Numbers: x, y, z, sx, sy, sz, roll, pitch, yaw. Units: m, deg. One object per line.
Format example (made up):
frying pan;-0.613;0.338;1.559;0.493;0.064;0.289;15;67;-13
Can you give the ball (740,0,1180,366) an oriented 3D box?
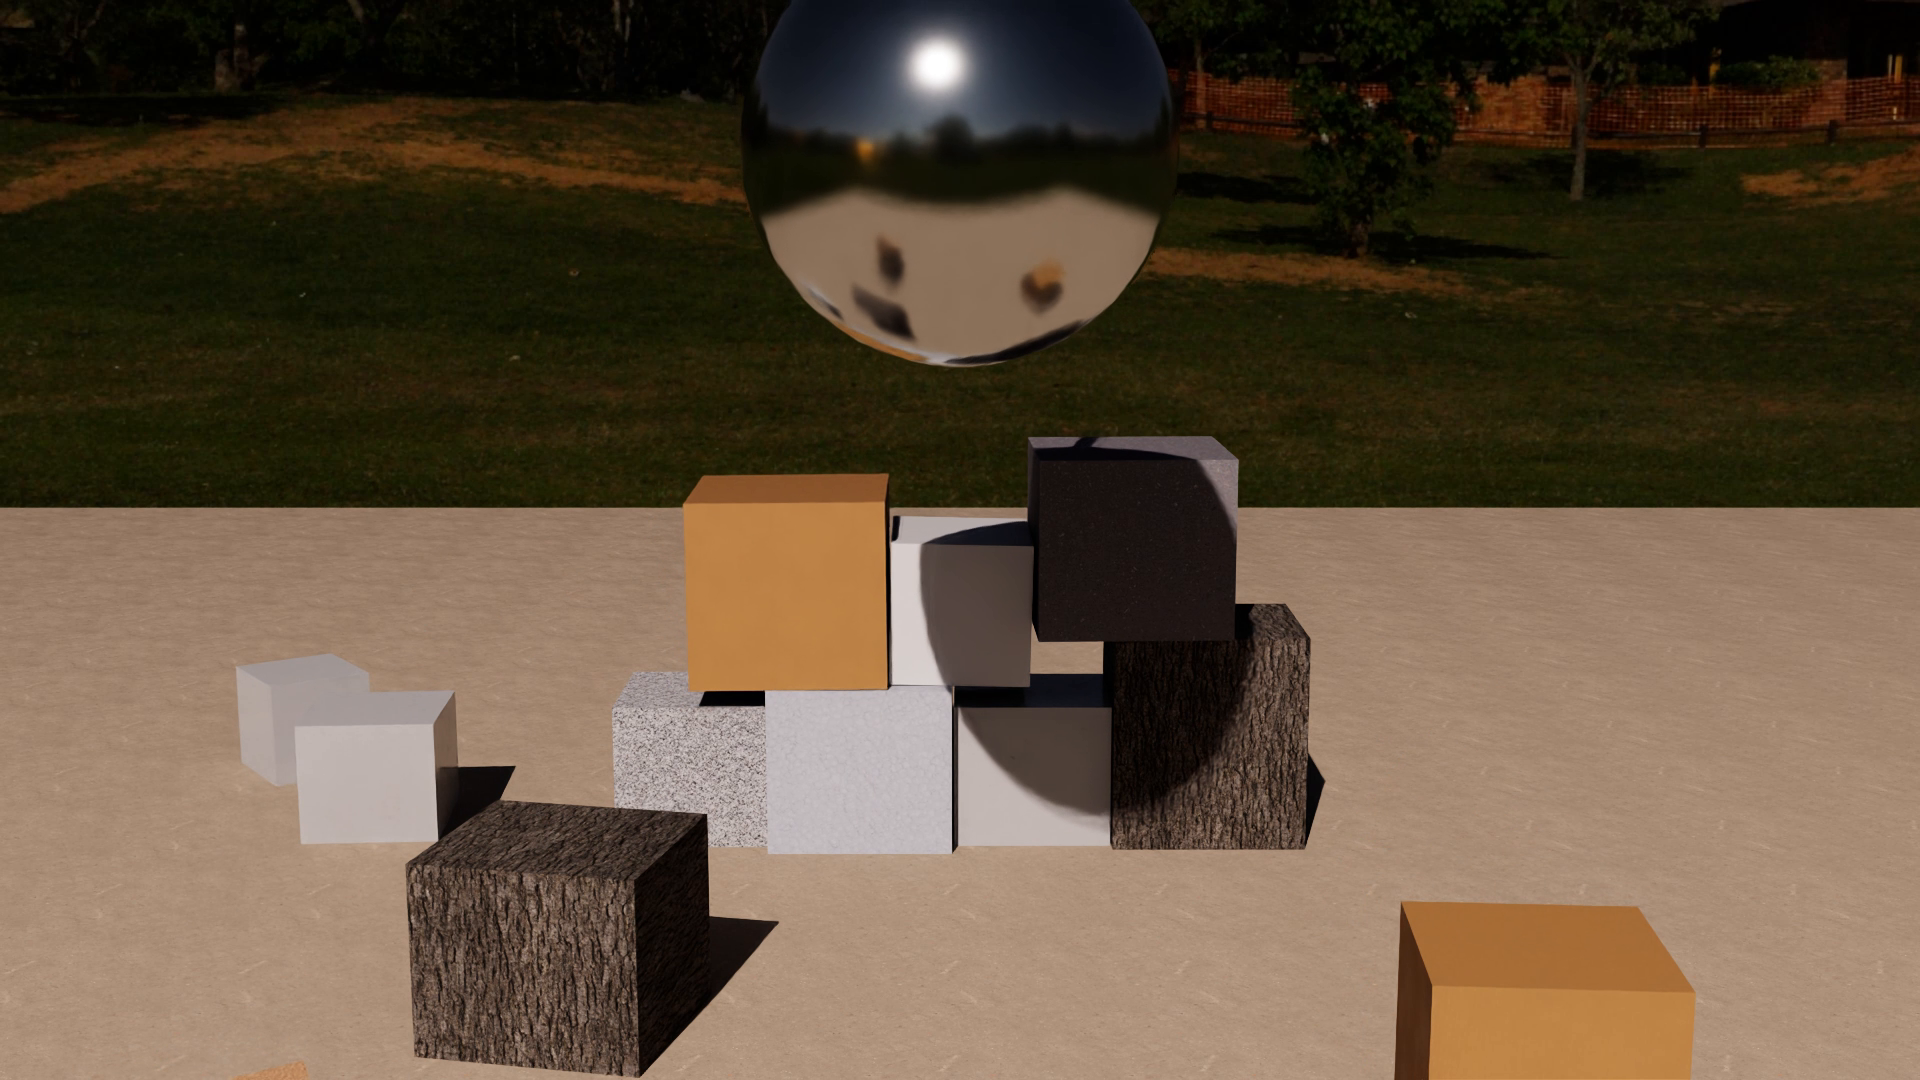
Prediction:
ball;0.000;-1.433;8.008;1.600;1.600;1.600;0;10;0

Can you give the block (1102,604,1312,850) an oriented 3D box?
block;1.246;0.945;11.347;0.965;1.081;0.851;0;10;0

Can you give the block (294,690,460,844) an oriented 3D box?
block;-3.012;1.170;11.421;0.685;0.613;0.691;-1;10;-4

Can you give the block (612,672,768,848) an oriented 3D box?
block;-1.350;1.122;11.378;0.764;0.721;0.762;0;10;0

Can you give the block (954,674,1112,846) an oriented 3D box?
block;0.364;1.125;11.371;0.786;0.718;0.709;0;10;0

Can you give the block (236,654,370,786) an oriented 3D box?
block;-3.710;1.007;12.451;0.556;0.563;0.588;-7;13;-35

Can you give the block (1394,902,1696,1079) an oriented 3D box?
block;1.993;1.774;7.627;0.844;0.781;0.816;1;10;4

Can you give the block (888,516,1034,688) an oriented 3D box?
block;-0.001;0.303;11.258;0.702;0.713;0.793;1;10;-1

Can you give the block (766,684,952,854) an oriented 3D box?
block;-0.499;1.067;11.371;0.918;0.833;0.988;0;10;0

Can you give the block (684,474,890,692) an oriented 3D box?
block;-0.854;0.198;11.200;0.978;0.935;0.924;-1;10;-1

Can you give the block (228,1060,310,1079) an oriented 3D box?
block;-2.206;1.971;6.287;0.700;0.617;0.622;-8;-28;-36

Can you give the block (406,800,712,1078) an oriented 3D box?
block;-1.577;1.564;8.776;0.922;0.782;0.850;2;11;12

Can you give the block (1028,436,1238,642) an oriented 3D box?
block;0.851;-0.021;11.131;0.964;0.897;0.857;0;10;-2
